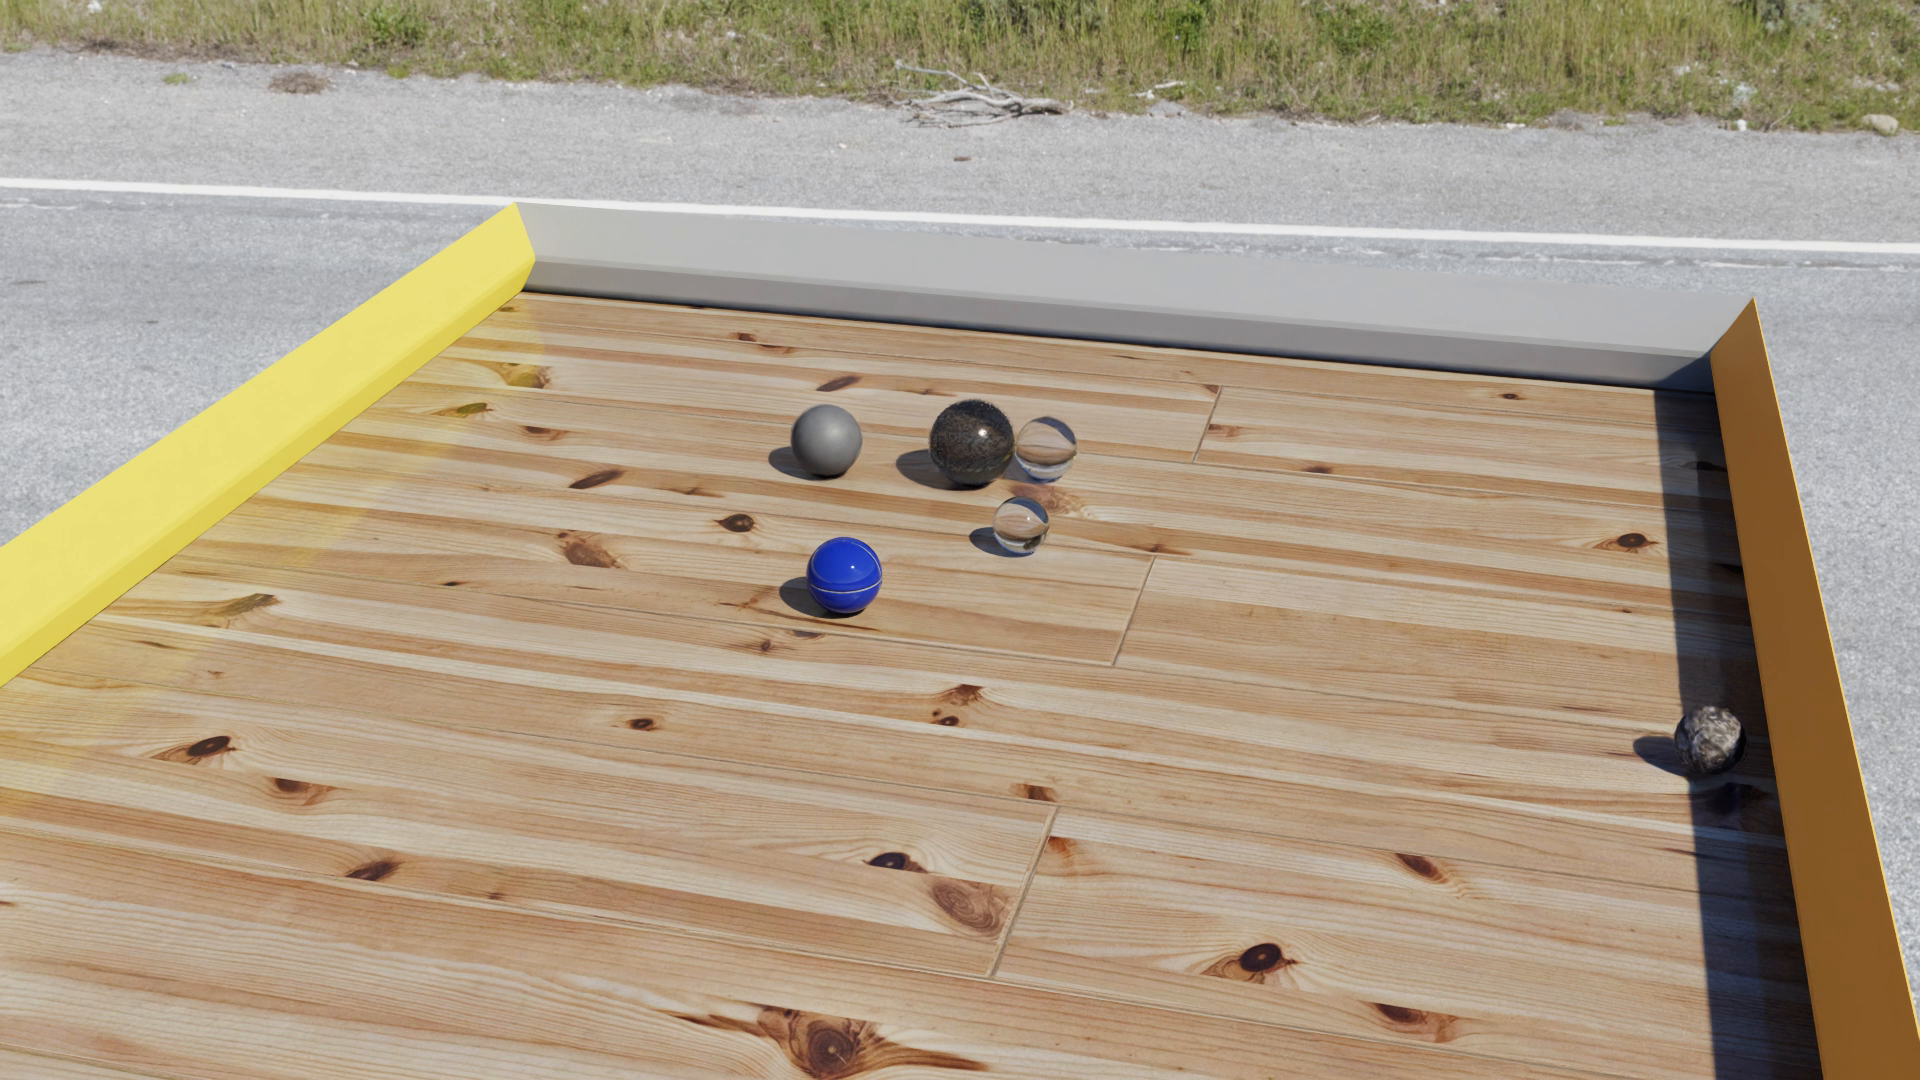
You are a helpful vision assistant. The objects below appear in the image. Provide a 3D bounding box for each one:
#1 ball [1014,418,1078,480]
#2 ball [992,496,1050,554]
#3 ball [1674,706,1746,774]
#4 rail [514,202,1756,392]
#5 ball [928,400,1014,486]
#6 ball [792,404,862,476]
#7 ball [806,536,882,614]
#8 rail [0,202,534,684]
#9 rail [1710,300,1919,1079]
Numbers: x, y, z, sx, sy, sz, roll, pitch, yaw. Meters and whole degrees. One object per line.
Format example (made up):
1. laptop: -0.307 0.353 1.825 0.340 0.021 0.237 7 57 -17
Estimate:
1. ball: 0.097 -0.103 2.473 0.071 0.071 0.071 0 26 0
2. ball: 0.064 -0.016 2.302 0.061 0.061 0.061 0 26 0
3. ball: 0.650 0.174 1.906 0.059 0.059 0.059 0 26 0
4. rail: 0.170 -0.313 2.848 1.625 0.125 0.045 6 26 13
5. ball: 0.013 -0.108 2.455 0.096 0.096 0.096 0 26 0
6. ball: -0.150 -0.112 2.482 0.080 0.080 0.080 0 26 0
7. ball: -0.115 0.035 2.177 0.077 0.077 0.077 0 26 0
8. rail: -0.940 0.195 1.783 0.045 0.125 2.877 6 26 13
9. rail: 0.590 0.361 1.436 0.045 0.125 2.877 6 26 13
